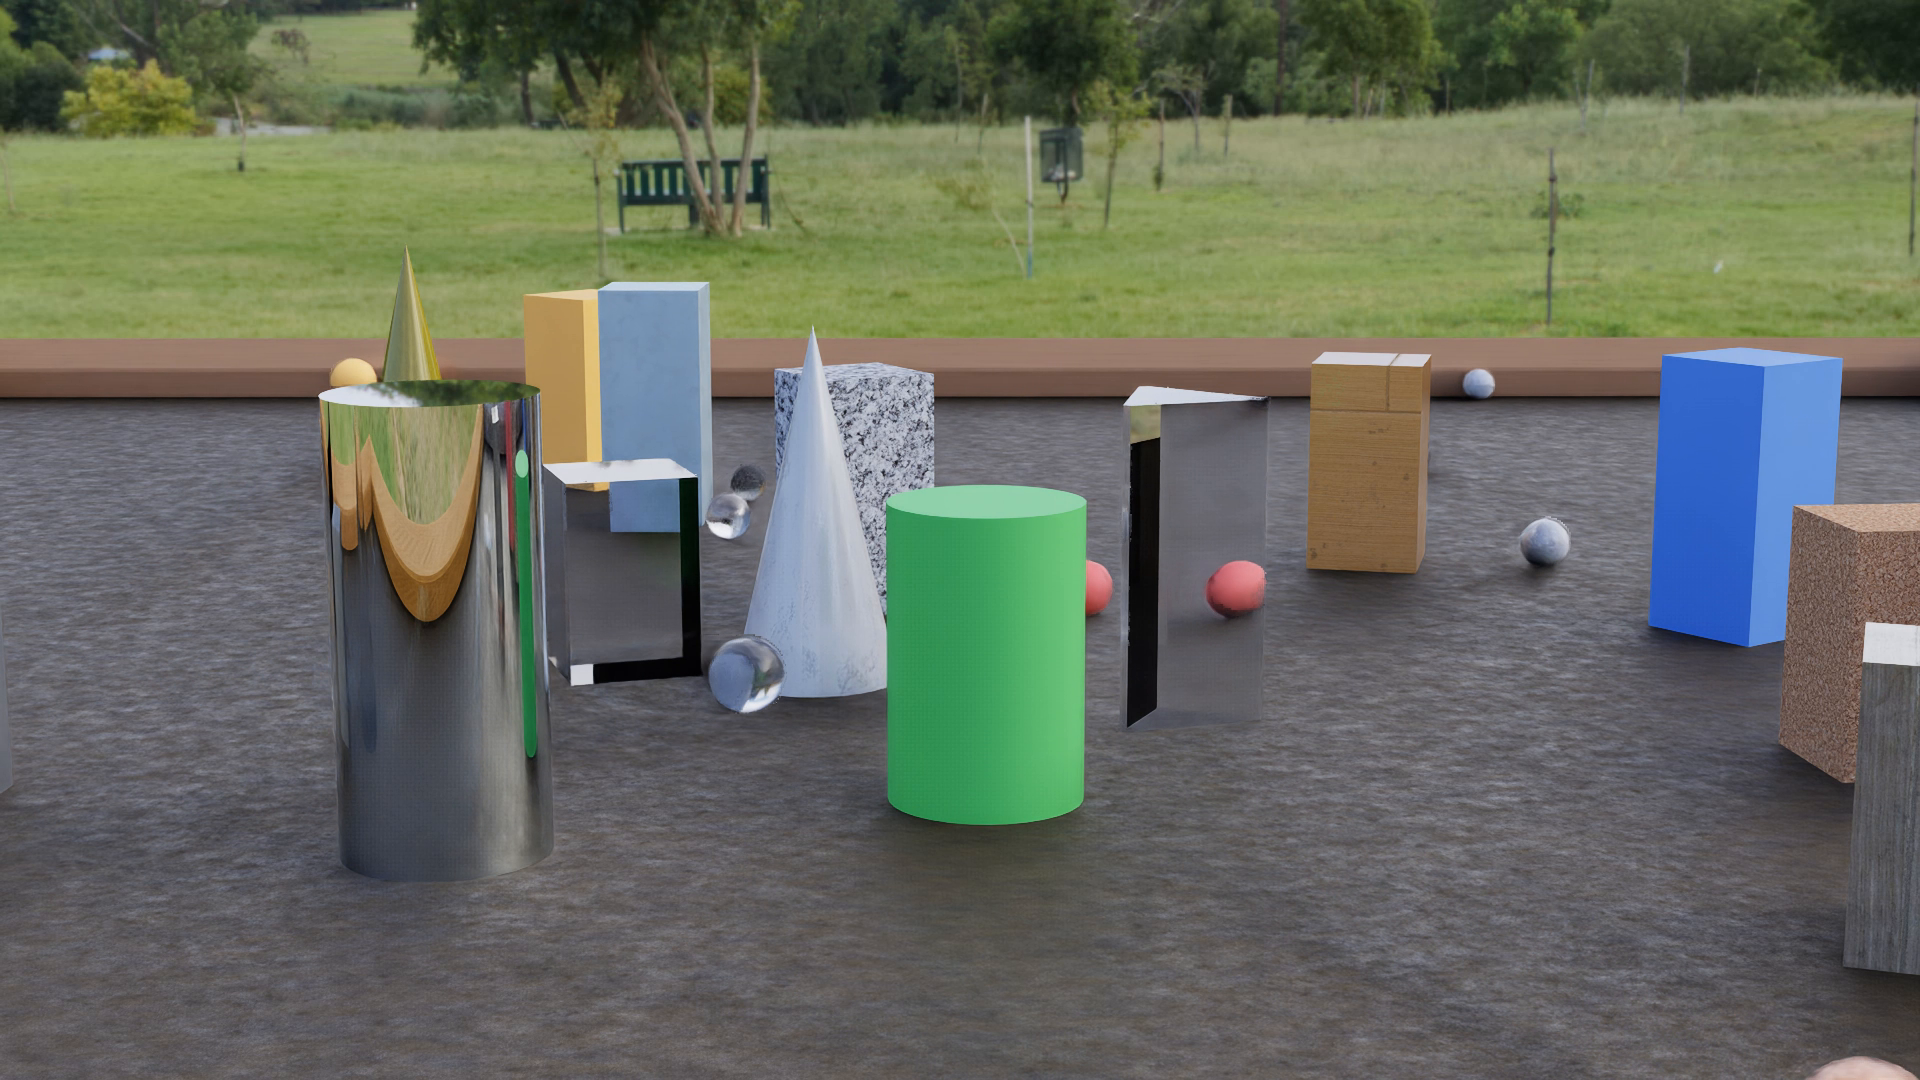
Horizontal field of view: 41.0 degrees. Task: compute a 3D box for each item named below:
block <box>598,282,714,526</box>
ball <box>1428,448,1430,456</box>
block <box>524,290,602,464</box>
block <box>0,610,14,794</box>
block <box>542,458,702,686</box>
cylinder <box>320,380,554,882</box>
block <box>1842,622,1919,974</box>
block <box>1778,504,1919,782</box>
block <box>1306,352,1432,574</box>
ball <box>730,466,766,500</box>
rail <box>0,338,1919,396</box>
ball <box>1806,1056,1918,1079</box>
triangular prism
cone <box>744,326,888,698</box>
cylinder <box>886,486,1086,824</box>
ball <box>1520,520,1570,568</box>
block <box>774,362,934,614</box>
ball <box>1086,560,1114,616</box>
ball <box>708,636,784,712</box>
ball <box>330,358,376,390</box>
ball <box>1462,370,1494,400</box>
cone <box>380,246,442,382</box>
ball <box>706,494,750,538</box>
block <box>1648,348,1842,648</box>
[{"bbox_3d":[-0.490,-0.222,4.151,0.159,0.377,0.159,0,10,1],"label":"block"},{"bbox_3d":[0.828,-0.162,4.692,0.061,0.061,0.061,0,10,0],"label":"ball"},{"bbox_3d":[-0.660,-0.274,4.572,0.159,0.326,0.159,9,14,40],"label":"block"},{"bbox_3d":[-1.052,0.148,2.533,0.159,0.238,0.159,0,10,1],"label":"block"},{"bbox_3d":[-0.413,0.035,3.129,0.159,0.243,0.159,-4,11,-19],"label":"block"},{"bbox_3d":[-0.482,0.079,2.374,0.198,0.432,0.198,0,10,0],"label":"cylinder"},{"bbox_3d":[0.824,0.215,2.124,0.159,0.256,0.159,4,11,20],"label":"block"},{"bbox_3d":[0.978,0.105,2.699,0.159,0.262,0.159,-1,11,-6],"label":"block"},{"bbox_3d":[0.605,-0.117,3.791,0.159,0.302,0.159,3,11,14],"label":"block"},{"bbox_3d":[-0.359,-0.096,4.345,0.059,0.059,0.059,0,10,0],"label":"ball"},{"bbox_3d":[-0.013,-0.380,5.681,4.380,0.129,0.045,0,10,0],"label":"rail"},{"bbox_3d":[0.582,0.382,1.649,0.099,0.099,0.099,0,10,0],"label":"ball"},{"bbox_3d":[0.235,0.016,2.903,0.172,0.364,0.149,-4,11,-20],"label":"triangular prism"},{"bbox_3d":[-0.173,-0.044,3.053,0.198,0.426,0.198,0,10,0],"label":"cone"},{"bbox_3d":[0.026,0.110,2.562,0.198,0.302,0.198,0,10,0],"label":"cylinder"},{"bbox_3d":[0.858,0.005,3.767,0.071,0.071,0.071,0,10,0],"label":"ball"},{"bbox_3d":[-0.143,-0.069,3.481,0.159,0.320,0.159,-6,12,-30],"label":"block"},{"bbox_3d":[0.168,0.064,3.434,0.075,0.075,0.075,0,10,0],"label":"ball"},{"bbox_3d":[-0.243,0.154,2.920,0.087,0.087,0.087,0,10,0],"label":"ball"},{"bbox_3d":[-1.322,-0.347,5.595,0.098,0.098,0.098,0,10,0],"label":"ball"},{"bbox_3d":[1.140,-0.342,5.649,0.068,0.068,0.068,0,10,0],"label":"ball"},{"bbox_3d":[-0.867,-0.243,4.056,0.198,0.453,0.198,0,10,0],"label":"cone"},{"bbox_3d":[-0.361,-0.037,3.995,0.070,0.070,0.070,0,10,0],"label":"ball"},{"bbox_3d":[1.018,-0.060,3.329,0.159,0.357,0.159,-7,13,-35],"label":"block"}]
